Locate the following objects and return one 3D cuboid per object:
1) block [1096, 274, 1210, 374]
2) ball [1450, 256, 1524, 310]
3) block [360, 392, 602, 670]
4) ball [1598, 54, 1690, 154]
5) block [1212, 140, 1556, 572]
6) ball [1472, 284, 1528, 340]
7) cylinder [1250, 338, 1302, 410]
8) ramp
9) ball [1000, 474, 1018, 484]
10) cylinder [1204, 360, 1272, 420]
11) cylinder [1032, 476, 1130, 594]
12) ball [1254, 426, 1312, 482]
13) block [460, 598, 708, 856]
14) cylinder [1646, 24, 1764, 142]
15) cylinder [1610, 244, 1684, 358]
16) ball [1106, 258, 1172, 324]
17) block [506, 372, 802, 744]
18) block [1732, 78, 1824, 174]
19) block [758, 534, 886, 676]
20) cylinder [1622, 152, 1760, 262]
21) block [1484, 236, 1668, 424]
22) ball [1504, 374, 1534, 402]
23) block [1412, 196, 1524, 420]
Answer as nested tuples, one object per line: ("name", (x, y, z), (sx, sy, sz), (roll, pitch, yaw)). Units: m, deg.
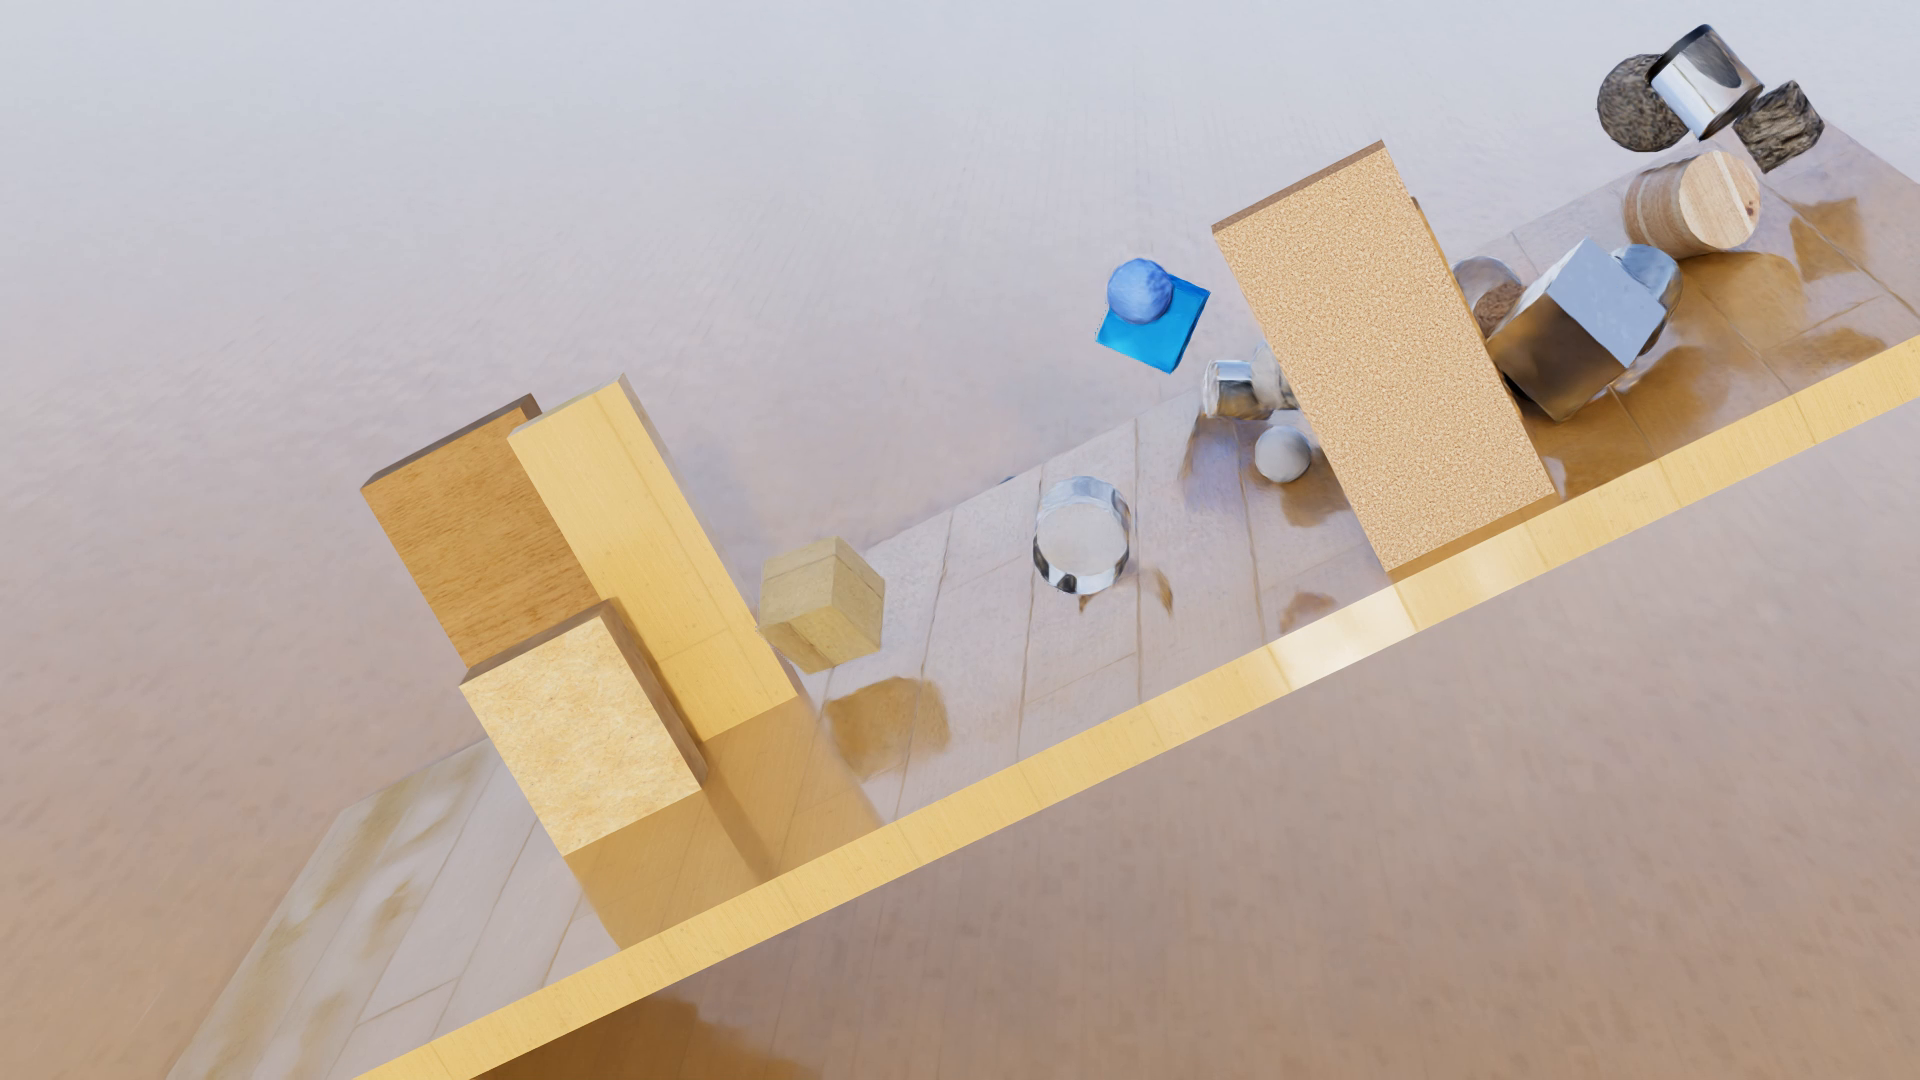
("block", (0.466, -0.538, 7.078), (0.195, 0.195, 0.195), (24, 13, 5))
("ball", (1.093, -0.503, 6.190), (0.191, 0.191, 0.191), (0, 17, 0))
("block", (-0.994, 0.110, 6.839), (0.429, 0.794, 0.130), (-26, 14, 11))
("ball", (1.455, -0.924, 6.223), (0.209, 0.209, 0.209), (0, 17, 0))
("block", (0.745, -0.319, 5.175), (0.330, 0.689, 0.082), (-26, 14, 11))
("ball", (1.120, -0.441, 5.984), (0.159, 0.159, 0.159), (0, 17, 0))
("cylinder", (0.727, -0.355, 6.277), (0.156, 0.156, 0.156), (3, 16, 37))
("ramp", (0.141, 0.167, 6.281), (4.000, 0.100, 2.000), (-26, 14, 11))
("ball", (0.151, -0.109, 7.701), (0.123, 0.123, 0.123), (0, 17, 0))
("cylinder", (0.617, -0.331, 6.498), (0.129, 0.129, 0.129), (2, 17, -11))
("cylinder", (0.253, -0.011, 6.072), (0.196, 0.196, 0.196), (1, 18, 4))
("ball", (0.662, -0.176, 6.029), (0.117, 0.117, 0.117), (0, 17, 0))
("block", (-0.788, 0.395, 6.184), (0.340, 0.429, 0.117), (-26, 14, 11))
("cylinder", (1.475, -0.907, 5.828), (0.164, 0.164, 0.164), (-22, 69, -50))
("cylinder", (1.278, -0.455, 5.605), (0.160, 0.160, 0.160), (9, 39, 27))
("ball", (0.385, -0.532, 6.295), (0.141, 0.141, 0.141), (0, 17, 0))
("block", (-0.660, 0.049, 6.399), (0.276, 0.796, 0.082), (-26, 14, 11))
("block", (1.702, -0.859, 6.113), (0.121, 0.121, 0.121), (-30, 11, 37))
("block", (-0.297, 0.141, 6.342), (0.189, 0.189, 0.189), (-20, 47, 26))
("cylinder", (1.487, -0.676, 5.986), (0.197, 0.197, 0.197), (-7, 0, -22))
("block", (1.142, -0.390, 5.476), (0.205, 0.205, 0.205), (43, 50, -1))
("ball", (1.115, -0.335, 5.654), (0.142, 0.142, 0.142), (0, 17, 0))
("block", (0.843, -0.381, 5.685), (0.310, 0.460, 0.129), (-26, 14, 11))
